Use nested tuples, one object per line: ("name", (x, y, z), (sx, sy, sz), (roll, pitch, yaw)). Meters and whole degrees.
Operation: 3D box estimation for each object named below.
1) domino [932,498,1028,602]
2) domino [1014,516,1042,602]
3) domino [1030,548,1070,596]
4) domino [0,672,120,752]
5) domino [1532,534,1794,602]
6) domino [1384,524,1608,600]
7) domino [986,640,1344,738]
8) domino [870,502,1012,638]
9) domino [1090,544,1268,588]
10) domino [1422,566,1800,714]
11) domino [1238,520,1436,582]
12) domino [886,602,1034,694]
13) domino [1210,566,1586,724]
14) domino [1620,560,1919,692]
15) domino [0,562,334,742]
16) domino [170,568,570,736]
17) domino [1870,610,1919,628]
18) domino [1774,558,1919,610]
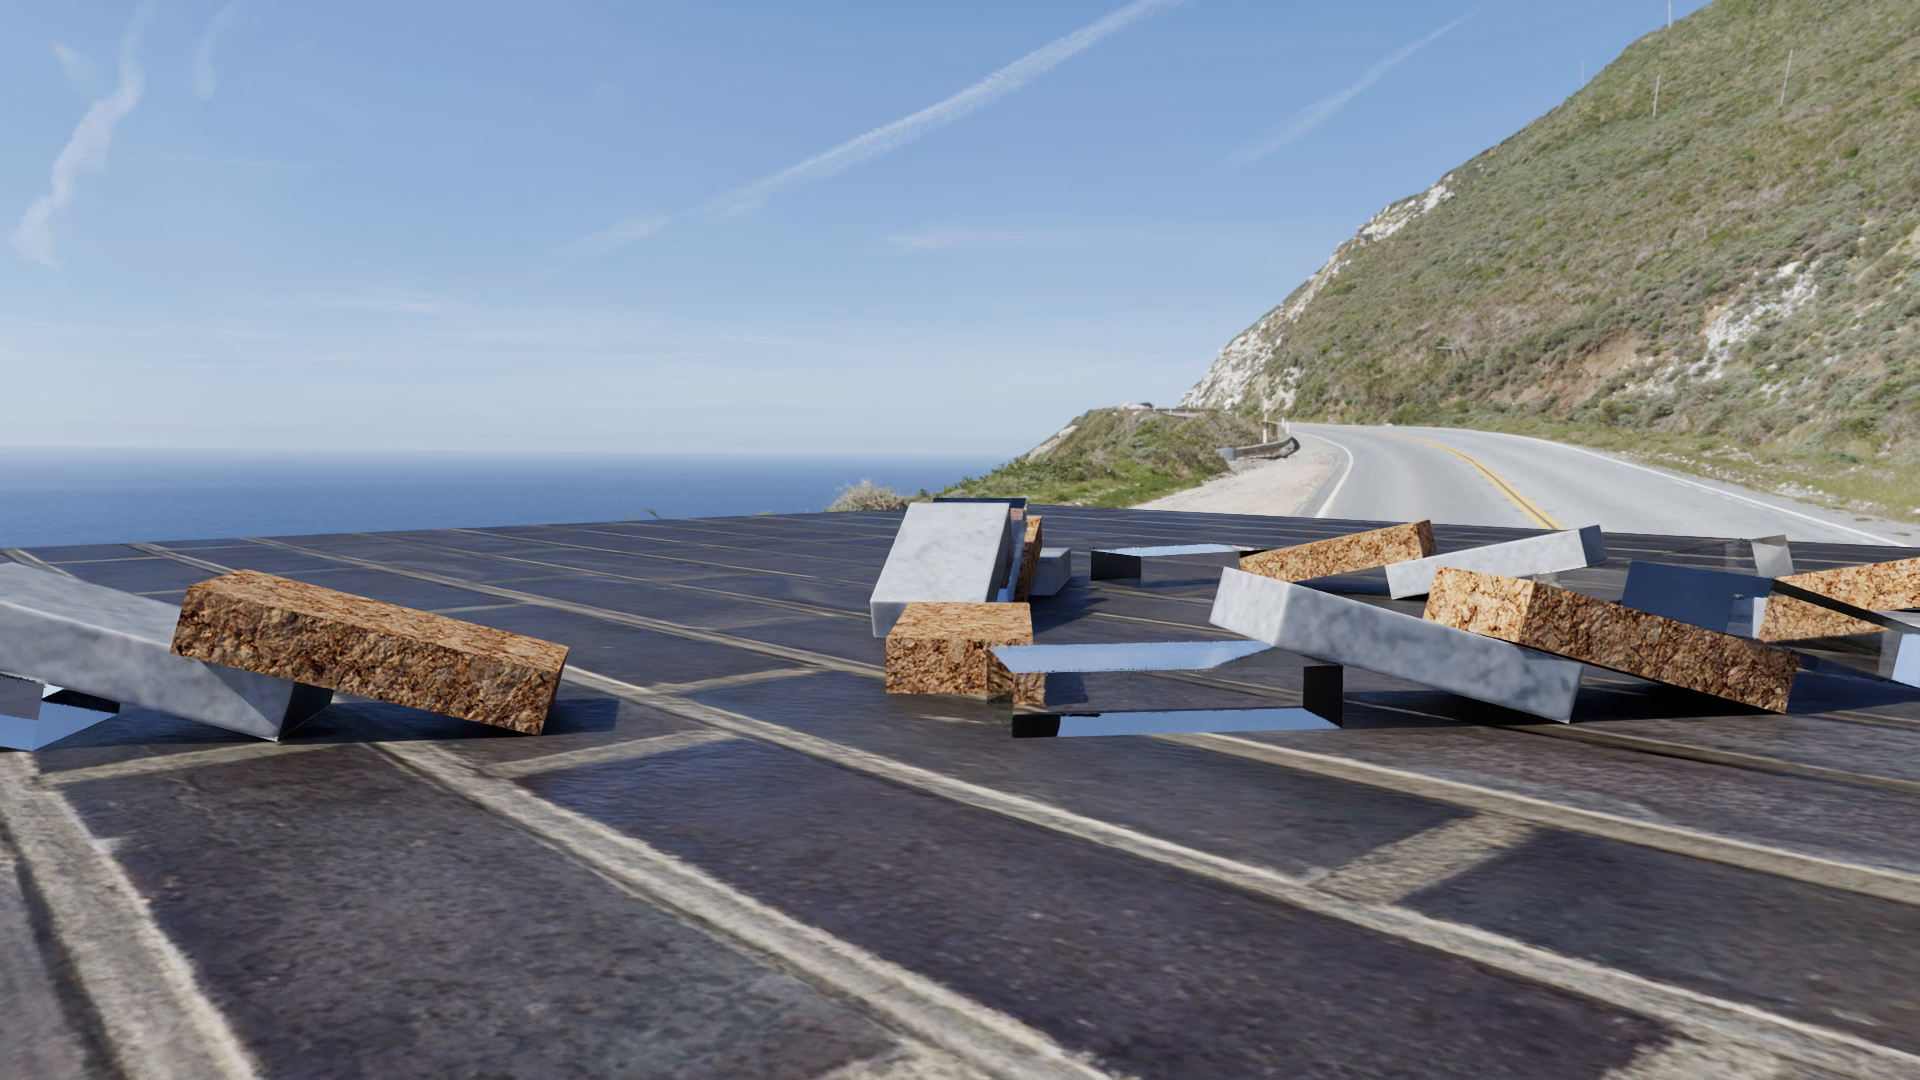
("domino", (0.002, 0.004, 0.323), (0.025, 0.010, 0.050), (1, 27, 9))
("domino", (0.008, 0.006, 0.349), (0.025, 0.010, 0.050), (1, 19, 9))
("domino", (0.019, 0.009, 0.387), (0.025, 0.009, 0.050), (1, 4, 10))
("domino", (-0.154, 0.018, 0.185), (0.050, 0.010, 0.025), (12, 2, -10))
("domino", (0.171, 0.008, 0.314), (0.025, 0.009, 0.050), (-4, -8, -42))
("domino", (0.144, 0.006, 0.346), (0.050, 0.009, 0.025), (-14, -5, 37))
("domino", (0.031, 0.023, 0.201), (0.050, 0.009, 0.025), (-1, 4, -7))
("domino", (-0.003, 0.006, 0.299), (0.025, 0.009, 0.050), (1, 27, 9))
("domino", (0.069, 0.008, 0.401), (0.050, 0.009, 0.025), (-2, 5, -30))
("domino", (0.105, 0.016, 0.209), (0.050, 0.009, 0.025), (14, 1, -13))
("domino", (0.109, 0.004, 0.371), (0.050, 0.009, 0.025), (-13, -2, 29))
("domino", (0.001, 0.020, 0.243), (0.025, 0.010, 0.050), (0, 4, 2))
("domino", (0.068, 0.016, 0.203), (0.050, 0.010, 0.025), (15, 1, -11))
("domino", (0.141, 0.015, 0.218), (0.050, 0.009, 0.025), (14, 0, -23))
("domino", (-0.122, 0.016, 0.191), (0.050, 0.010, 0.025), (17, 1, -11))
("domino", (-0.086, 0.017, 0.193), (0.050, 0.009, 0.025), (16, 1, -14))
("domino", (0.187, 0.021, 0.230), (0.025, 0.009, 0.050), (-1, 4, -8))
("domino", (0.188, 0.011, 0.275), (0.025, 0.009, 0.050), (-2, -9, -27))
